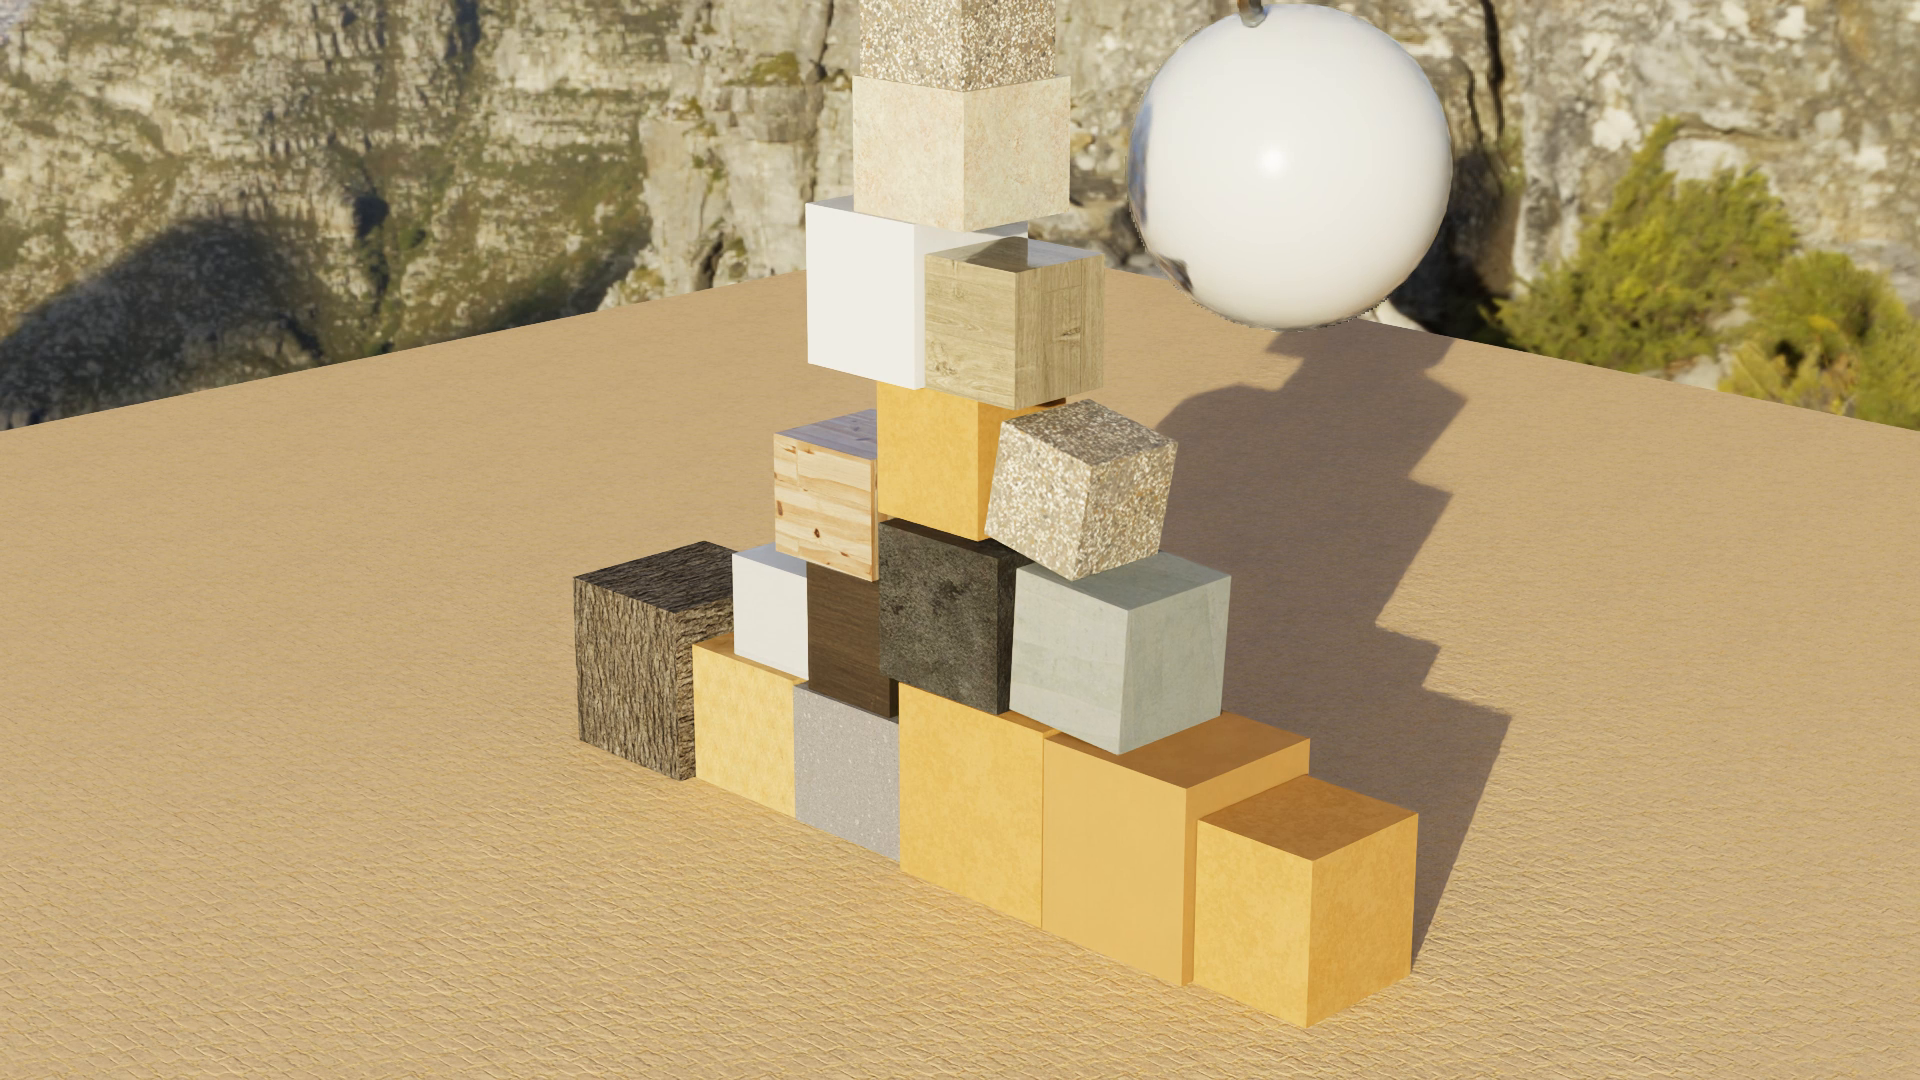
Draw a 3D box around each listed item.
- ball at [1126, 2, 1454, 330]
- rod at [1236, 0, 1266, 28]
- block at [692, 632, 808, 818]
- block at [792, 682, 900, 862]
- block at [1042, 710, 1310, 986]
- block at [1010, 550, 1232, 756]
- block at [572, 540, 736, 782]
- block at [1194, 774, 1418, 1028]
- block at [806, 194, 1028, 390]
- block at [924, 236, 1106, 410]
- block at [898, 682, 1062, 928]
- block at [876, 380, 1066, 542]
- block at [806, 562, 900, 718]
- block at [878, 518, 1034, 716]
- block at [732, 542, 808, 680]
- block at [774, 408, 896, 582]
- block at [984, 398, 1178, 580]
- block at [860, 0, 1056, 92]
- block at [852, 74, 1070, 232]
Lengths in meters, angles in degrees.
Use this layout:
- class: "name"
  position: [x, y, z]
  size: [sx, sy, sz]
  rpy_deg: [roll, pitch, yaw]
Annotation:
- class: "ball"
  position: [1.623, -1.837, 14.465]
  size: [1.600, 1.600, 1.600]
  rpy_deg: [0, 17, 0]
- class: "rod"
  position: [0.703, -4.559, 12.646]
  size: [0.080, 5.200, 0.080]
  rpy_deg: [17, 46, 42]
- class: "block"
  position: [-0.801, 0.848, 14.477]
  size: [0.711, 0.700, 0.736]
  rpy_deg: [-17, 24, -42]
- class: "block"
  position: [-0.279, 1.026, 13.944]
  size: [0.670, 0.681, 0.776]
  rpy_deg: [-17, 24, -42]
- class: "block"
  position: [0.935, 1.283, 12.770]
  size: [0.815, 0.896, 0.806]
  rpy_deg: [-17, 24, -42]
- class: "block"
  position: [0.695, 0.447, 12.771]
  size: [0.668, 0.659, 0.645]
  rpy_deg: [-17, 27, -42]
- class: "block"
  position: [-1.364, 0.600, 14.967]
  size: [0.872, 0.880, 0.807]
  rpy_deg: [-17, 24, -42]
- class: "block"
  position: [1.450, 1.505, 12.318]
  size: [0.706, 0.742, 0.605]
  rpy_deg: [-17, 24, -42]
- class: "block"
  position: [-0.192, -1.155, 13.188]
  size: [0.711, 0.732, 0.692]
  rpy_deg: [-17, 24, -42]
- class: "block"
  position: [0.238, -0.953, 12.771]
  size: [0.560, 0.597, 0.544]
  rpy_deg: [-17, 24, -42]
- class: "block"
  position: [0.321, 1.091, 13.341]
  size: [0.794, 0.918, 0.895]
  rpy_deg: [-17, 24, -42]
- class: "block"
  position: [0.050, -0.427, 13.167]
  size: [0.560, 0.643, 0.635]
  rpy_deg: [-17, 24, -42]
- class: "block"
  position: [-0.300, 0.394, 13.767]
  size: [0.619, 0.629, 0.554]
  rpy_deg: [-17, 24, -42]
- class: "block"
  position: [0.159, 0.267, 13.231]
  size: [0.740, 0.721, 0.746]
  rpy_deg: [-17, 24, -42]
- class: "block"
  position: [-0.689, 0.308, 14.180]
  size: [0.582, 0.509, 0.568]
  rpy_deg: [-17, 24, -42]
- class: "block"
  position: [-0.413, -0.221, 13.718]
  size: [0.628, 0.574, 0.657]
  rpy_deg: [-17, 24, -42]
- class: "block"
  position: [0.525, -0.225, 12.749]
  size: [0.558, 0.537, 0.531]
  rpy_deg: [-16, 35, -43]
- class: "block"
  position: [-0.010, -2.243, 12.626]
  size: [0.575, 0.491, 0.618]
  rpy_deg: [-17, 24, -42]
- class: "block"
  position: [0.007, -1.730, 12.805]
  size: [0.657, 0.595, 0.681]
  rpy_deg: [-17, 24, -42]
